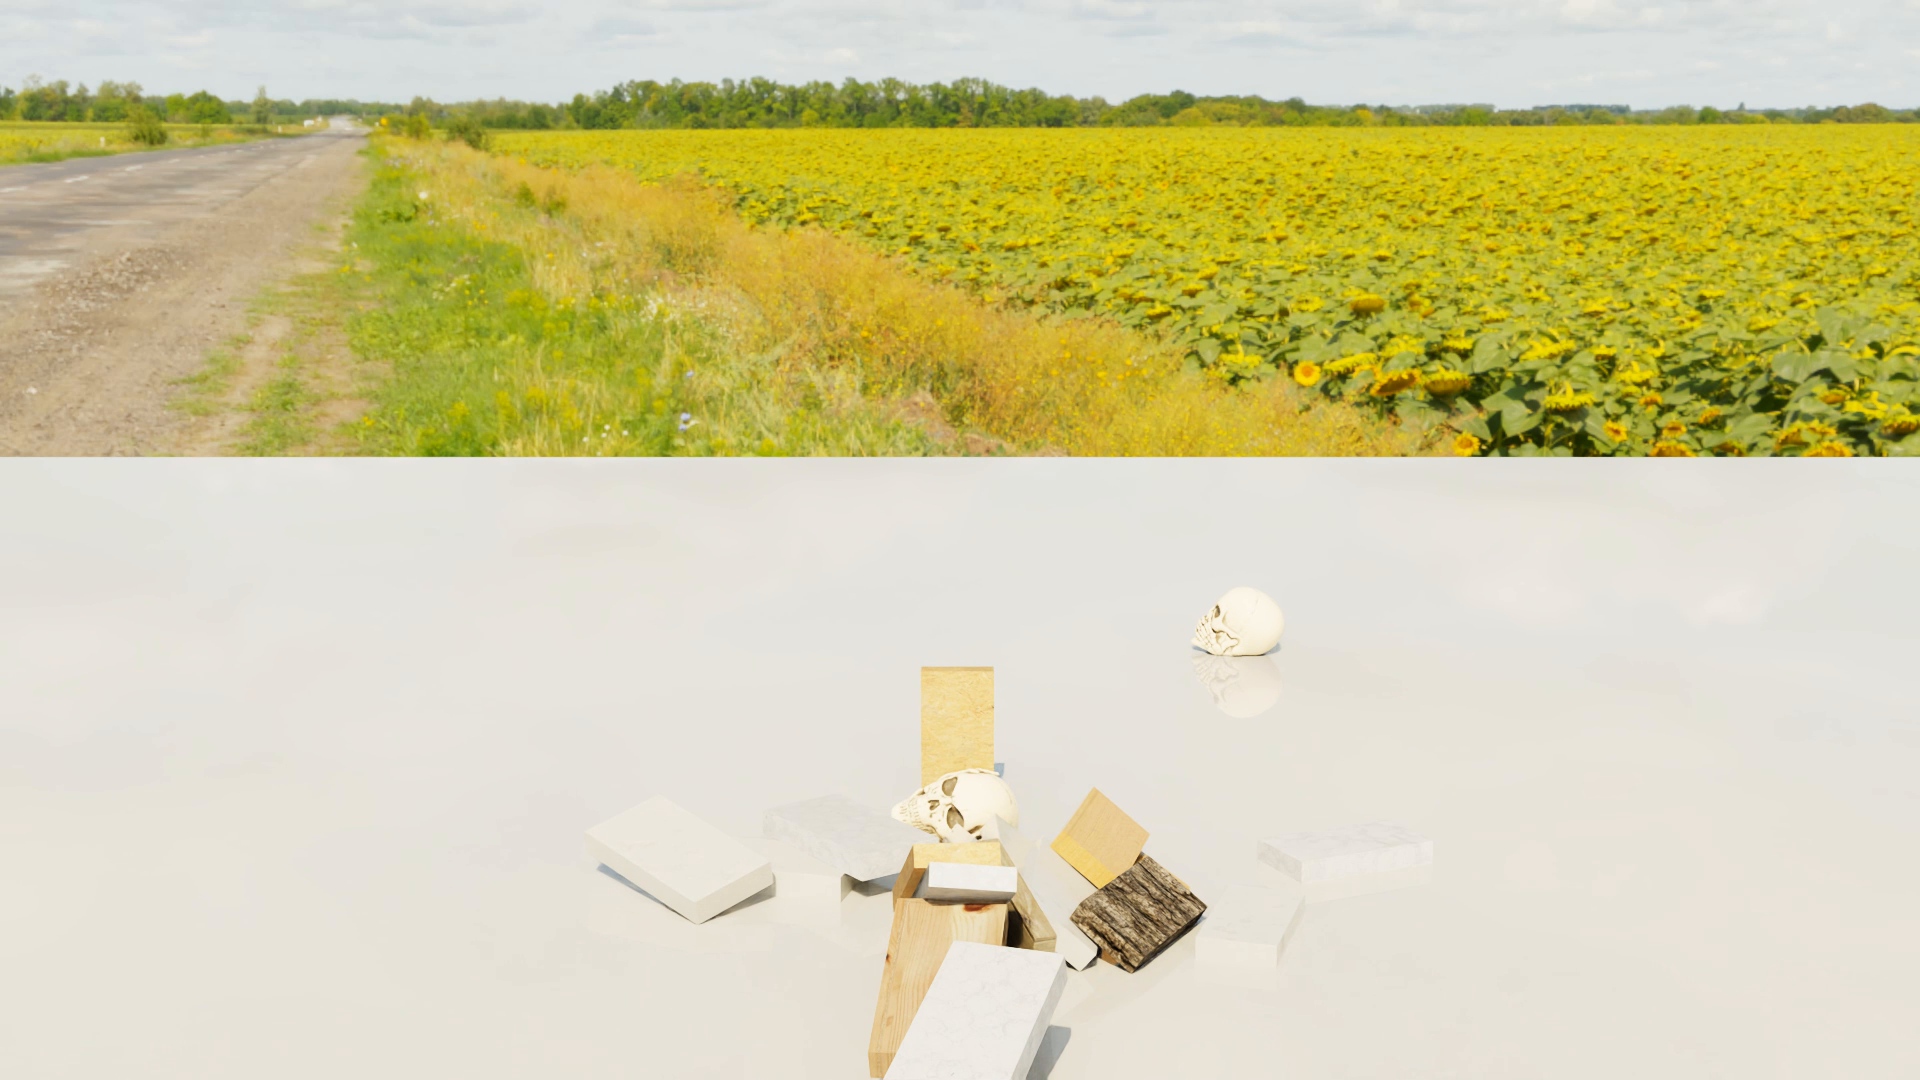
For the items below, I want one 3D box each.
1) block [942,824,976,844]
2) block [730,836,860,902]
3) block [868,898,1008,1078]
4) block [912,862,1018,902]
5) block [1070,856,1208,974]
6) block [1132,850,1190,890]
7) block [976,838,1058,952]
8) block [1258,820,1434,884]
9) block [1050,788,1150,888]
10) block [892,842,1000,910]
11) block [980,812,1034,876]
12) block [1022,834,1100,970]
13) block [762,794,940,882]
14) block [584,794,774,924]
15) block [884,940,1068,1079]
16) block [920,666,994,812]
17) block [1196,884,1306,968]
[{"bbox_3d":[0.029,0.542,3.543,0.135,0.038,0.269,40,5,-1],"label":"block"},{"bbox_3d":[-0.327,0.556,3.734,0.311,0.044,0.155,3,11,14],"label":"block"},{"bbox_3d":[-0.025,0.601,2.967,0.155,0.044,0.310,0,30,7],"label":"block"},{"bbox_3d":[0.002,0.510,3.150,0.122,0.035,0.245,5,-22,-6],"label":"block"},{"bbox_3d":[0.282,0.583,3.439,0.126,0.036,0.252,40,26,17],"label":"block"},{"bbox_3d":[0.266,0.565,3.697,0.135,0.038,0.270,-4,11,-19],"label":"block"},{"bbox_3d":[0.077,0.566,3.275,0.035,0.122,0.245,-4,29,-20],"label":"block"},{"bbox_3d":[0.672,0.541,3.829,0.270,0.038,0.135,-5,12,-24],"label":"block"},{"bbox_3d":[0.235,0.499,3.659,0.126,0.036,0.252,40,17,5],"label":"block"},{"bbox_3d":[-0.023,0.495,3.218,0.122,0.035,0.292,0,-21,-8],"label":"block"},{"bbox_3d":[0.104,0.543,3.607,0.135,0.038,0.269,39,7,-8],"label":"block"},{"bbox_3d":[0.158,0.566,3.450,0.135,0.038,0.269,40,14,-3],"label":"block"},{"bbox_3d":[-0.189,0.506,3.761,0.155,0.044,0.310,-8,13,-36],"label":"block"},{"bbox_3d":[-0.471,0.528,3.665,0.155,0.044,0.310,-25,32,-36],"label":"block"},{"bbox_3d":[0.018,0.634,2.803,0.155,0.044,0.310,4,30,19],"label":"block"},{"bbox_3d":[-0.005,0.372,4.103,0.135,0.270,0.038,0,11,0],"label":"block"},{"bbox_3d":[0.461,0.608,3.474,0.126,0.036,0.252,4,11,18],"label":"block"}]
